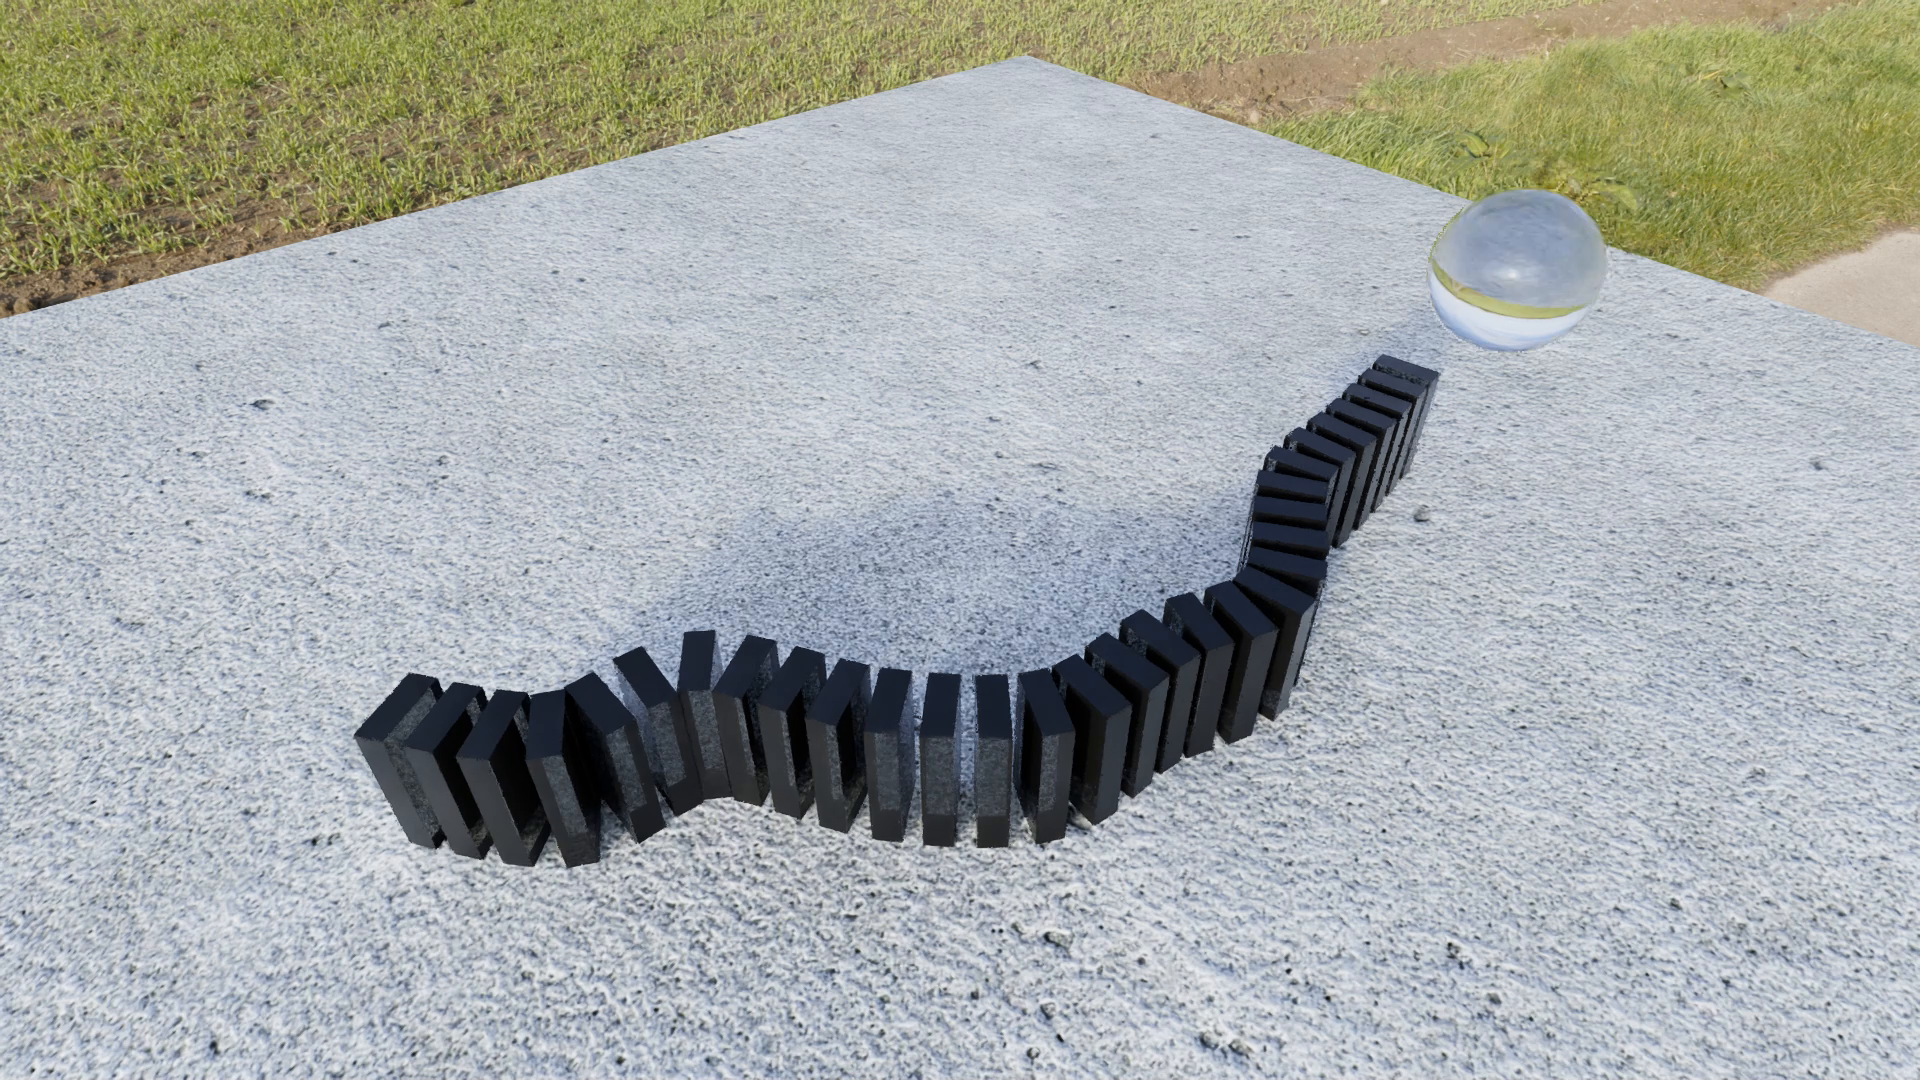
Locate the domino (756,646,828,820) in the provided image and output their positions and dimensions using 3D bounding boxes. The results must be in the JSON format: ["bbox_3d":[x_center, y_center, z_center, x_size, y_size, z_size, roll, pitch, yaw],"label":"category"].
[{"bbox_3d":[-0.050,0.060,0.338,0.010,0.050,0.025,13,41,16],"label":"domino"}]

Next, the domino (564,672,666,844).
[{"bbox_3d":[-0.103,0.066,0.331,0.009,0.050,0.025,-29,48,-31],"label":"domino"}]

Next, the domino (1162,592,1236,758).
[{"bbox_3d":[0.074,0.044,0.357,0.009,0.050,0.025,-14,41,-17],"label":"domino"}]

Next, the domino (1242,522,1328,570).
[{"bbox_3d":[0.112,0.018,0.390,0.025,0.050,0.010,9,40,10],"label":"domino"}]

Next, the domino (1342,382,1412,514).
[{"bbox_3d":[0.168,-0.038,0.458,0.025,0.050,0.010,28,47,30],"label":"domino"}]

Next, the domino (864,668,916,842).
[{"bbox_3d":[-0.021,0.065,0.332,0.009,0.050,0.025,5,40,6],"label":"domino"}]

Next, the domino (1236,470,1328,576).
[{"bbox_3d":[0.120,-0.001,0.413,0.025,0.050,0.009,13,41,15],"label":"domino"}]

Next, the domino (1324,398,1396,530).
[{"bbox_3d":[0.158,-0.031,0.449,0.025,0.050,0.009,28,47,30],"label":"domino"}]

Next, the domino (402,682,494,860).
[{"bbox_3d":[-0.146,0.069,0.327,0.010,0.050,0.025,8,40,10],"label":"domino"}]

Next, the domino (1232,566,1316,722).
[{"bbox_3d":[0.101,0.035,0.369,0.025,0.050,0.009,30,48,31],"label":"domino"}]

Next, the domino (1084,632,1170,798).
[{"bbox_3d":[0.050,0.055,0.344,0.010,0.050,0.025,-31,48,-32],"label":"domino"}]

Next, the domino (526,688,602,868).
[{"bbox_3d":[-0.116,0.071,0.325,0.010,0.050,0.025,-8,40,-10],"label":"domino"}]

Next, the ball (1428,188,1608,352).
[{"bbox_3d":[0.279,-0.135,0.552,0.080,0.080,0.080,0,39,0],"label":"ball"}]

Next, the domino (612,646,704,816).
[{"bbox_3d":[-0.093,0.059,0.339,0.009,0.050,0.025,-25,46,-28],"label":"domino"}]

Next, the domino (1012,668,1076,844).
[{"bbox_3d":[0.025,0.066,0.331,0.009,0.050,0.025,-9,40,-11],"label":"domino"}]

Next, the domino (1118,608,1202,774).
[{"bbox_3d":[0.061,0.049,0.352,0.009,0.050,0.025,-26,46,-28],"label":"domino"}]

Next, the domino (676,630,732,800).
[{"bbox_3d":[-0.079,0.055,0.344,0.009,0.050,0.025,-4,39,-4],"label":"domino"}]

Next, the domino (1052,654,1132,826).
[{"bbox_3d":[0.038,0.062,0.336,0.009,0.050,0.025,-24,45,-27],"label":"domino"}]

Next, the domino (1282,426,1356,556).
[{"bbox_3d":[0.137,-0.017,0.432,0.009,0.050,0.025,-32,49,-33],"label":"domino"}]

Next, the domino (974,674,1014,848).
[{"bbox_3d":[0.010,0.067,0.330,0.010,0.050,0.025,-1,39,-1],"label":"domino"}]

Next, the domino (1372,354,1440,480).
[{"bbox_3d":[0.187,-0.053,0.476,0.025,0.050,0.009,28,47,29],"label":"domino"}]

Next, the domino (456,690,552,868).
[{"bbox_3d":[-0.131,0.071,0.325,0.009,0.050,0.025,5,40,6],"label":"domino"}]

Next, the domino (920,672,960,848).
[{"bbox_3d":[-0.006,0.067,0.330,0.010,0.050,0.025,3,39,4],"label":"domino"}]

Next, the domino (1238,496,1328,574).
[{"bbox_3d":[0.116,0.008,0.402,0.025,0.050,0.009,9,40,10],"label":"domino"}]

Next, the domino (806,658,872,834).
[{"bbox_3d":[-0.035,0.063,0.334,0.010,0.050,0.025,12,41,14],"label":"domino"}]

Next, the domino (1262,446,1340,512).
[{"bbox_3d":[0.127,-0.010,0.423,0.025,0.050,0.009,23,45,26],"label":"domino"}]

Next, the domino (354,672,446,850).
[{"bbox_3d":[-0.161,0.067,0.330,0.009,0.050,0.025,10,40,11],"label":"domino"}]

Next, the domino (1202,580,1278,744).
[{"bbox_3d":[0.089,0.041,0.362,0.009,0.050,0.025,-17,42,-19],"label":"domino"}]

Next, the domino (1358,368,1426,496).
[{"bbox_3d":[0.177,-0.045,0.467,0.025,0.050,0.010,27,47,29],"label":"domino"}]

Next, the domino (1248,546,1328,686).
[{"bbox_3d":[0.108,0.027,0.379,0.025,0.050,0.009,13,41,15],"label":"domino"}]

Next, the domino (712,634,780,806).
[{"bbox_3d":[-0.064,0.057,0.342,0.010,0.050,0.025,10,40,12],"label":"domino"}]

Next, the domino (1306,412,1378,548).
[{"bbox_3d":[0.148,-0.024,0.440,0.009,0.050,0.025,-31,48,-32],"label":"domino"}]
